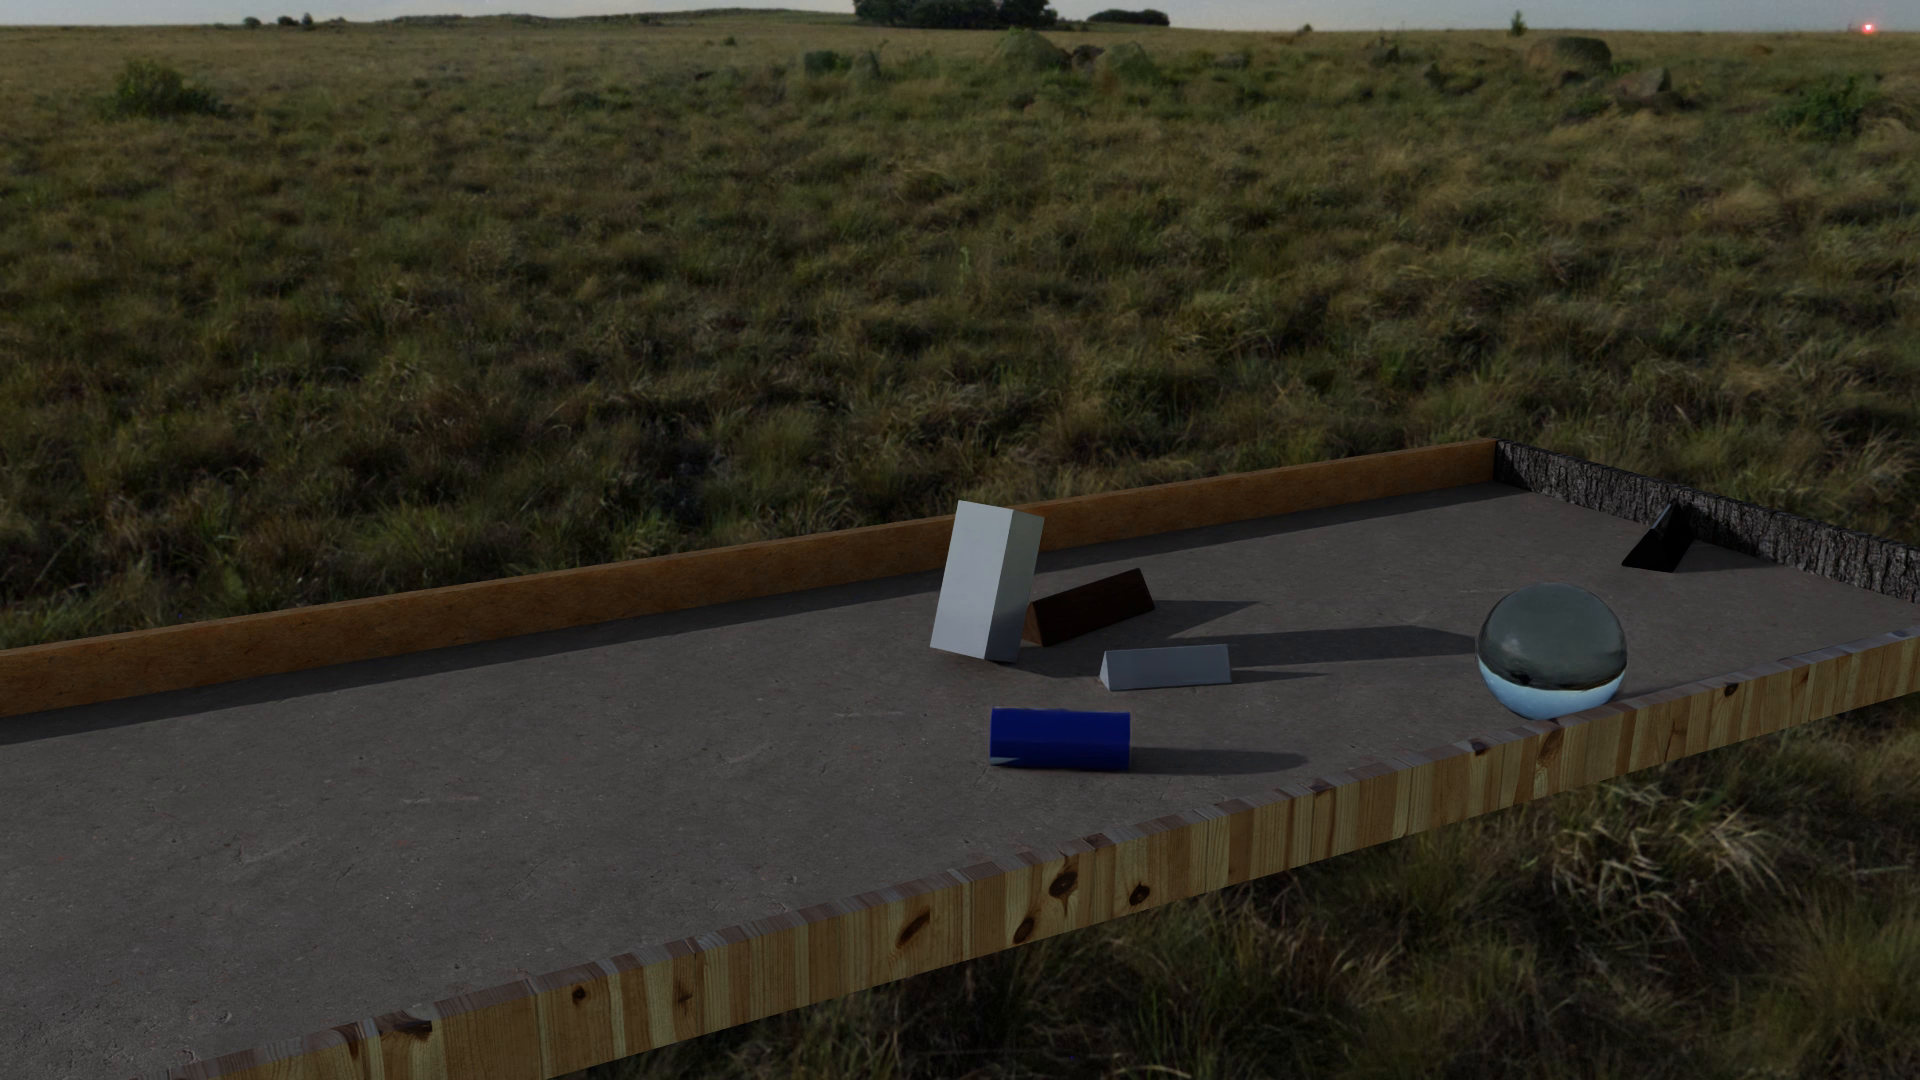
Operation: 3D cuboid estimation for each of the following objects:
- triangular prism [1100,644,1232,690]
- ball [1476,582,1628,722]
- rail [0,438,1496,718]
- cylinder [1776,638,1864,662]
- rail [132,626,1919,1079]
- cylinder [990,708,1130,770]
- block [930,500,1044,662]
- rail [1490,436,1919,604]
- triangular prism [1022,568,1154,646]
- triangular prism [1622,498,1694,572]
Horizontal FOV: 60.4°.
[{"bbox_3d":[0.516,0.310,4.137,0.314,0.086,0.100,-3,17,-9],"label":"triangular prism"},{"bbox_3d":[1.386,0.264,3.867,0.333,0.333,0.333,0,16,0],"label":"ball"},{"bbox_3d":[-3.305,0.497,3.399,12.000,0.150,0.050,-9,18,-27],"label":"rail"},{"bbox_3d":[2.151,0.320,4.069,0.311,0.111,0.111,-8,18,-27],"label":"cylinder"},{"bbox_3d":[-2.336,1.006,1.665,12.000,0.150,0.050,-9,18,-27],"label":"rail"},{"bbox_3d":[0.221,0.437,3.642,0.303,0.127,0.127,1,16,5],"label":"cylinder"},{"bbox_3d":[0.071,0.108,4.251,0.165,0.383,0.165,11,-1,32],"label":"block"},{"bbox_3d":[2.466,-0.048,5.253,0.050,0.150,2.100,-9,18,-27],"label":"rail"},{"bbox_3d":[0.349,0.175,4.558,0.444,0.108,0.125,-15,22,-42],"label":"triangular prism"},{"bbox_3d":[2.214,-0.026,5.204,0.148,0.128,0.429,10,19,30],"label":"triangular prism"}]
